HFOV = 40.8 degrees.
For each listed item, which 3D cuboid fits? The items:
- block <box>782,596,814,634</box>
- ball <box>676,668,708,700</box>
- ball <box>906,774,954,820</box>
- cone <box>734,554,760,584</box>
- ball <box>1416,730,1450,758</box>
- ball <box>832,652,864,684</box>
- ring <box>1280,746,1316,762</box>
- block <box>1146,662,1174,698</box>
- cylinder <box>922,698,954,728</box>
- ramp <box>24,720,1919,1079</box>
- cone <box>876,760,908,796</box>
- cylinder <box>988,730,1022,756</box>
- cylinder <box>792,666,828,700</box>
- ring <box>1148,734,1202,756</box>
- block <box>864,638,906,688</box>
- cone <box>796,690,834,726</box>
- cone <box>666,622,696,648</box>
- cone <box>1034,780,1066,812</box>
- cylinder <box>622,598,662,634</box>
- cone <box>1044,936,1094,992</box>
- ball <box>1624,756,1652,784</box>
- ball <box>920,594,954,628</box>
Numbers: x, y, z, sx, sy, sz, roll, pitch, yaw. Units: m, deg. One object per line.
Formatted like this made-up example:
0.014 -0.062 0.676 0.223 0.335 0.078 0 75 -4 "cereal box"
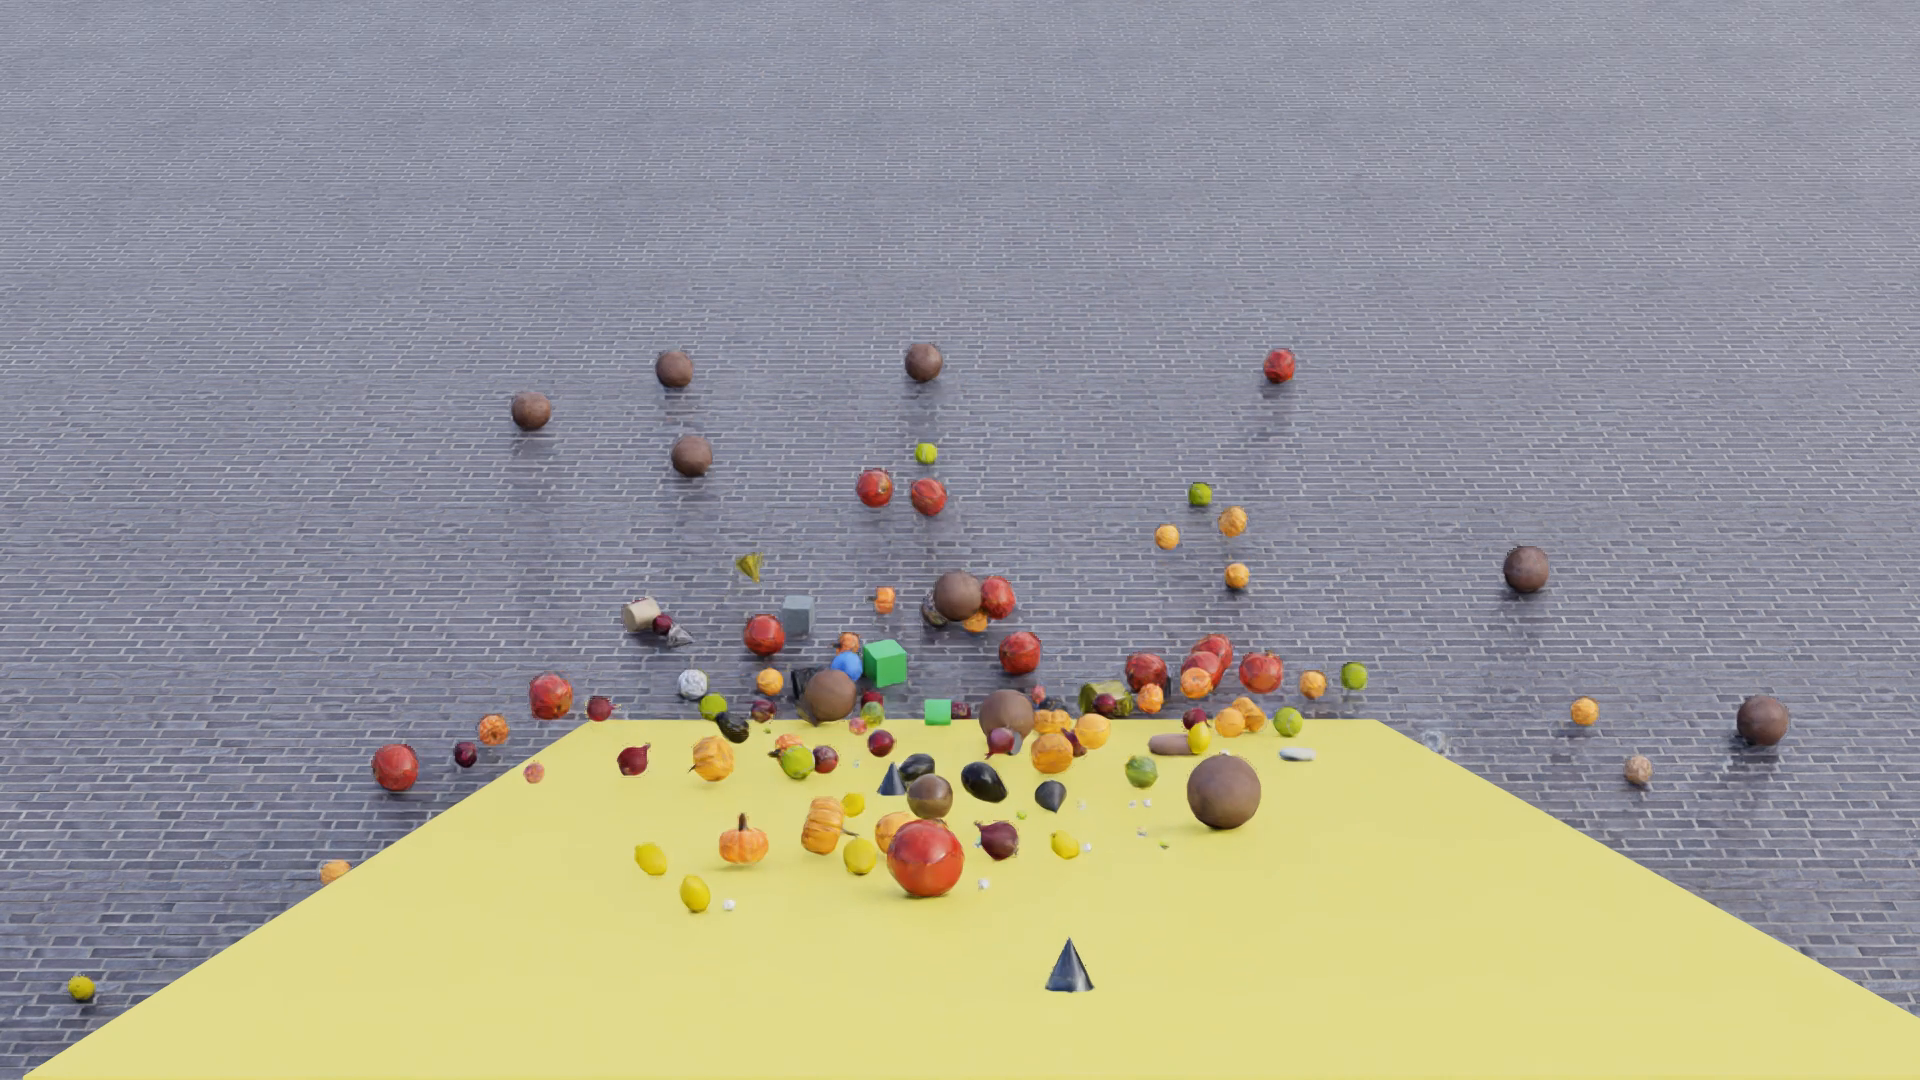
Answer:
-0.451 0.207 7.194 0.076 0.076 0.076 3 27 6 "block"
-0.709 0.382 6.842 0.082 0.082 0.082 0 27 0 "ball"
-0.051 0.441 4.418 0.080 0.080 0.080 0 27 0 "ball"
-0.591 0.093 7.382 0.080 0.080 0.080 -25 -11 -5 "cone"
1.180 0.514 6.440 0.082 0.082 0.082 0 27 0 "ball"
-0.302 0.342 6.917 0.085 0.085 0.085 0 27 0 "ball"
0.732 0.464 5.588 0.081 0.027 0.081 -1 0 0 "ring"
0.534 0.373 6.878 0.064 0.064 0.064 6 27 11 "block"
-0.054 0.424 6.357 0.065 0.065 0.065 -11 24 15 "cylinder"
0.061 0.547 4.583 2.000 0.100 4.000 0 1 0 "ramp"
-0.130 0.457 4.987 0.065 0.065 0.065 0 1 0 "cone"
0.100 0.447 5.702 0.053 0.053 0.053 0 23 35 "cylinder"
-0.400 0.379 6.849 0.080 0.080 0.080 -7 28 -13 "cylinder"
0.478 0.454 5.729 0.122 0.041 0.122 -1 2 0 "ring"
-0.202 0.331 6.937 0.087 0.087 0.087 -12 29 -23 "block"
-0.359 0.439 6.426 0.098 0.098 0.098 -2 28 -3 "cone"
-0.755 0.270 7.068 0.075 0.075 0.075 13 29 8 "cone"
0.170 0.481 4.707 0.061 0.061 0.061 -4 27 -8 "cone"
-0.885 0.210 7.180 0.080 0.080 0.080 -18 32 -30 "cylinder"
0.129 0.497 3.038 0.060 0.060 0.060 0 1 0 "cone"
1.701 0.576 6.471 0.069 0.069 0.069 0 27 0 "ball"
-0.062 0.196 7.196 0.094 0.094 0.094 0 27 0 "ball"
